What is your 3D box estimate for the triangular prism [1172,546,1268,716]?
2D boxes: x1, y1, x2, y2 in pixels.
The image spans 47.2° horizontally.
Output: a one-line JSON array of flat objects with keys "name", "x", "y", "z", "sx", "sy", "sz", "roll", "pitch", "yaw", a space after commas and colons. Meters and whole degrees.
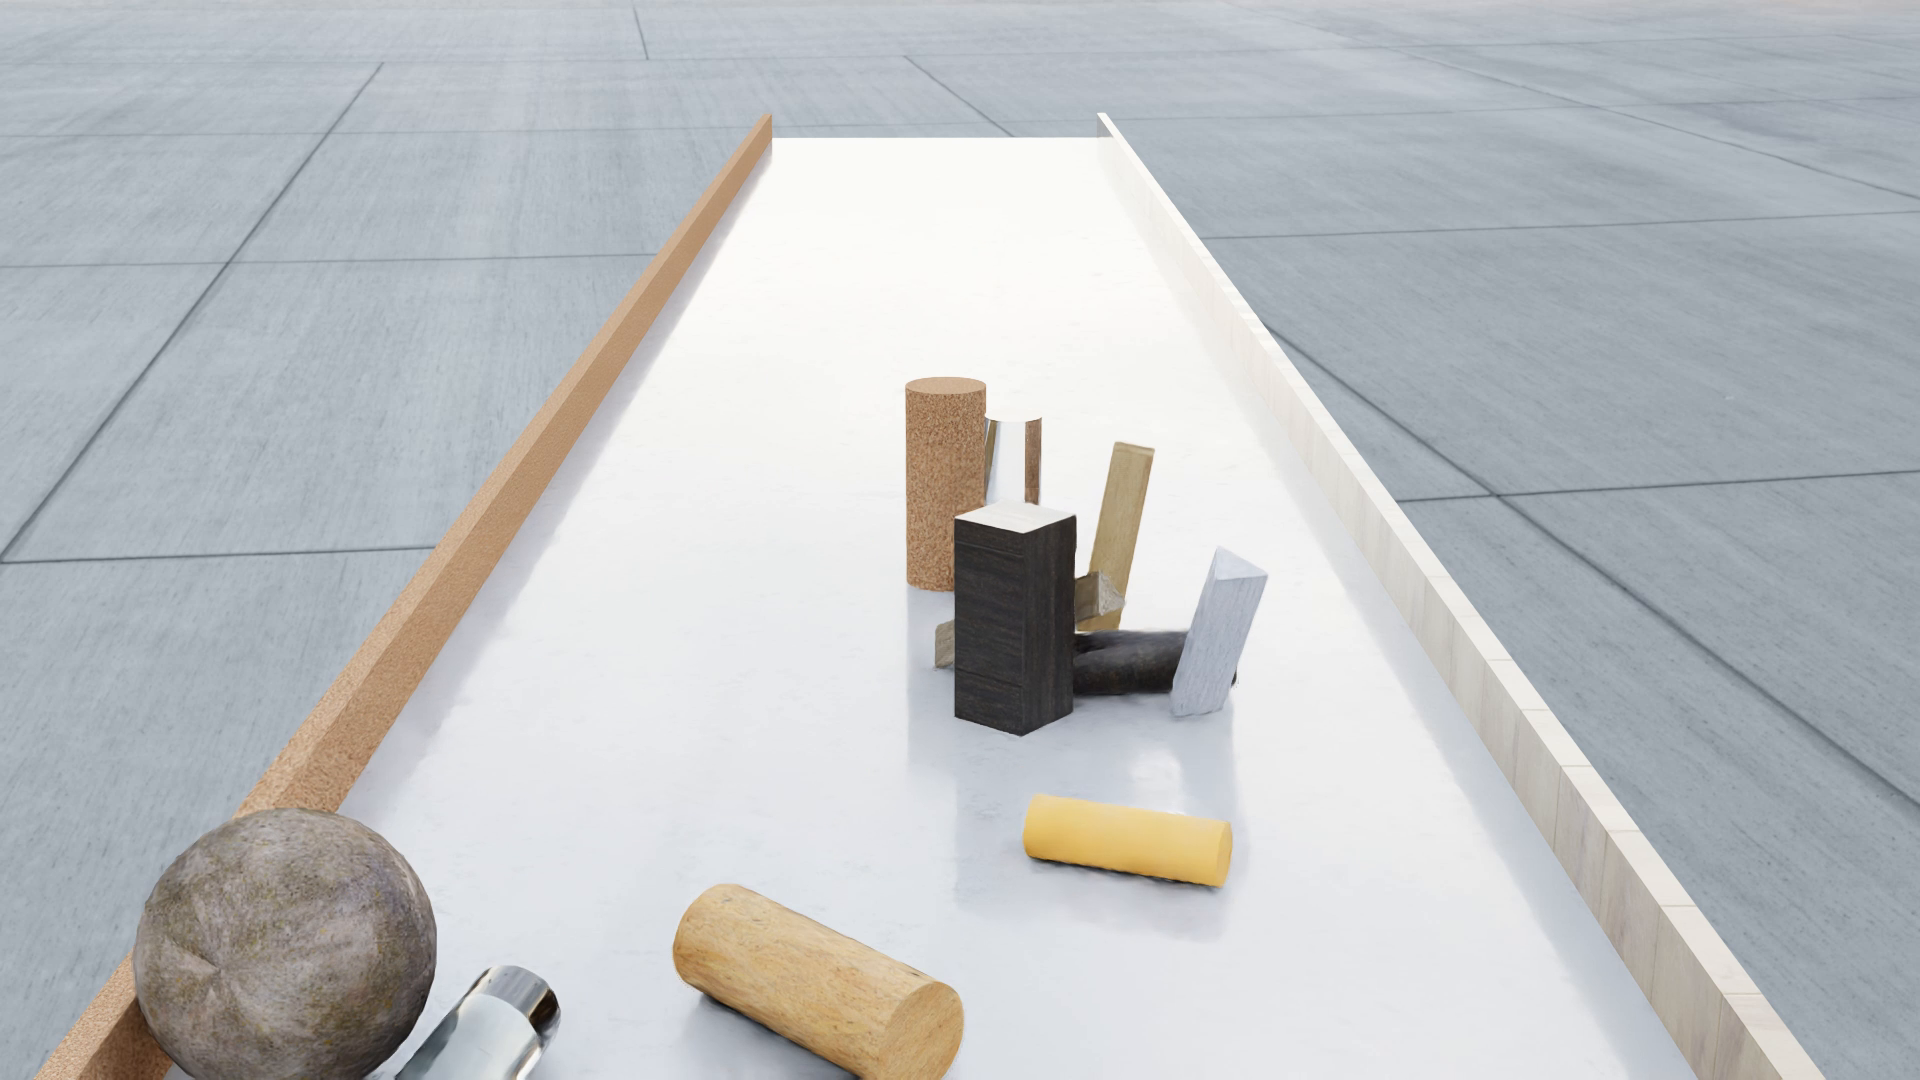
[{"name": "triangular prism", "x": 0.458, "y": 0.167, "z": 4.071, "sx": 0.111, "sy": 0.318, "sz": 0.096, "roll": -4, "pitch": 37, "yaw": -25}]

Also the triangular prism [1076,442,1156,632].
[{"name": "triangular prism", "x": 0.296, "y": 0.019, "z": 4.411, "sx": 0.087, "sy": 0.434, "sz": 0.075, "roll": 10, "pitch": 5, "yaw": -17}]

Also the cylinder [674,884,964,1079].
[{"name": "cylinder", "x": -0.195, "y": 0.597, "z": 2.947, "sx": 0.414, "sy": 0.155, "sz": 0.155, "roll": 16, "pitch": 23, "yaw": 43}]

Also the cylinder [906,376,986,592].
[{"name": "cylinder", "x": -0.031, "y": -0.125, "z": 4.866, "sx": 0.179, "sy": 0.445, "sz": 0.179, "roll": 0, "pitch": 17, "yaw": 0}]

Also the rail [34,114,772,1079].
[{"name": "rail", "x": -1.118, "y": -0.838, "z": 7.780, "sx": 0.050, "sy": 0.150, "sz": 12.000, "roll": 0, "pitch": 17, "yaw": -1}]

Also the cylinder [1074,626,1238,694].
[{"name": "cylinder", "x": 0.353, "y": 0.232, "z": 4.235, "sx": 0.342, "sy": 0.122, "sz": 0.122, "roll": -2, "pitch": 17, "yaw": -7}]

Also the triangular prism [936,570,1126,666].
[{"name": "triangular prism", "x": 0.121, "y": 0.150, "z": 4.257, "sx": 0.429, "sy": 0.079, "sz": 0.091, "roll": -20, "pitch": -2, "yaw": 40}]

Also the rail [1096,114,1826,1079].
[{"name": "rail", "x": 0.932, "y": -0.844, "z": 7.801, "sx": 0.050, "sy": 0.150, "sz": 12.000, "roll": 0, "pitch": 17, "yaw": -1}]

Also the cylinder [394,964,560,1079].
[{"name": "cylinder", "x": -0.628, "y": 0.682, "z": 2.705, "sx": 0.130, "sy": 0.130, "sz": 0.431, "roll": 3, "pitch": 17, "yaw": 10}]

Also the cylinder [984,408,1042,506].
[{"name": "cylinder", "x": 0.111, "y": -0.050, "z": 4.626, "sx": 0.119, "sy": 0.438, "sz": 0.119, "roll": 0, "pitch": 17, "yaw": 0}]

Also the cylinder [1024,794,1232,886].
[{"name": "cylinder", "x": 0.264, "y": 0.472, "z": 3.463, "sx": 0.312, "sy": 0.101, "sz": 0.101, "roll": 6, "pitch": 18, "yaw": 20}]

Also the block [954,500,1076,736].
[{"name": "block", "x": 0.101, "y": 0.142, "z": 4.068, "sx": 0.159, "sy": 0.388, "sz": 0.159, "roll": 13, "pitch": 21, "yaw": 37}]

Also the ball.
[{"name": "ball", "x": -0.856, "y": 0.527, "z": 2.802, "sx": 0.371, "sy": 0.371, "sz": 0.371, "roll": 0, "pitch": 17, "yaw": 0}]
